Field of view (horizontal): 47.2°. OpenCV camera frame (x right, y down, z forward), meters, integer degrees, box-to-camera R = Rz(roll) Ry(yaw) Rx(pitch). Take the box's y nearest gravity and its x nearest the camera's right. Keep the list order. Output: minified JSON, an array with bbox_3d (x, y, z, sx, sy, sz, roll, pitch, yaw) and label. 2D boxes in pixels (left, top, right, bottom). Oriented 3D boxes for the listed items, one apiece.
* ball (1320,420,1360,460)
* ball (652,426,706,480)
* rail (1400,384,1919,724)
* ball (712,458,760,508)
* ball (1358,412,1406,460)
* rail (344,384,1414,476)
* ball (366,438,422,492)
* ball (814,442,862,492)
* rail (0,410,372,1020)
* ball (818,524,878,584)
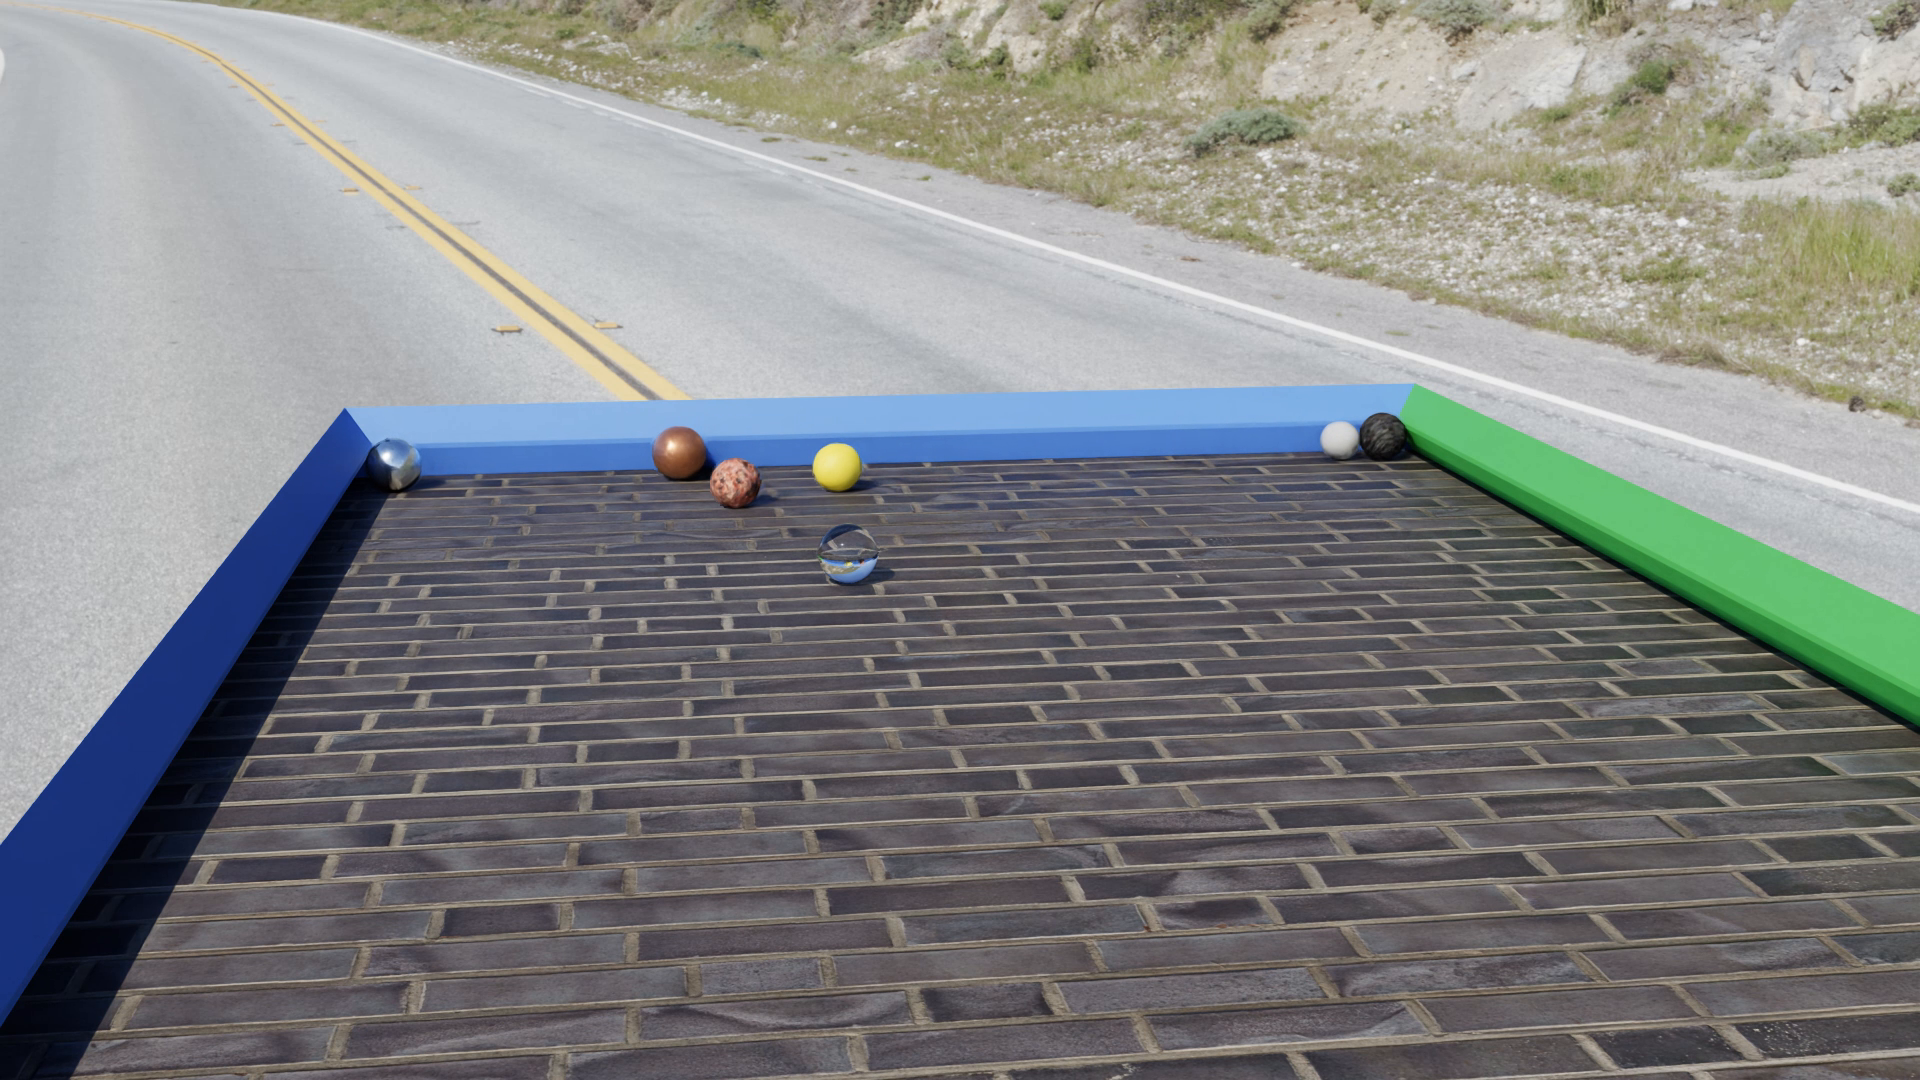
[{"bbox_3d":[0.619,-0.162,3.580,0.064,0.064,0.064,0,13,0],"label":"ball"},{"bbox_3d":[-0.438,-0.136,3.423,0.084,0.084,0.084,0,13,0],"label":"ball"},{"bbox_3d":[0.936,0.119,2.268,0.045,0.109,2.898,-2,13,-8],"label":"rail"},{"bbox_3d":[-0.329,-0.084,3.227,0.073,0.073,0.073,0,13,0],"label":"ball"},{"bbox_3d":[0.688,-0.169,3.583,0.077,0.077,0.077,0,13,0],"label":"ball"},{"bbox_3d":[-0.097,-0.174,3.528,1.734,0.109,0.045,-2,13,-8],"label":"rail"},{"bbox_3d":[-0.858,-0.114,3.332,0.083,0.083,0.083,0,13,0],"label":"ball"},{"bbox_3d":[-0.186,-0.111,3.339,0.074,0.074,0.074,0,13,0],"label":"ball"},{"bbox_3d":[-0.735,0.172,2.039,0.045,0.109,2.898,-2,13,-8],"label":"rail"},{"bbox_3d":[-0.142,0.017,2.784,0.076,0.076,0.076,0,13,0],"label":"ball"}]
